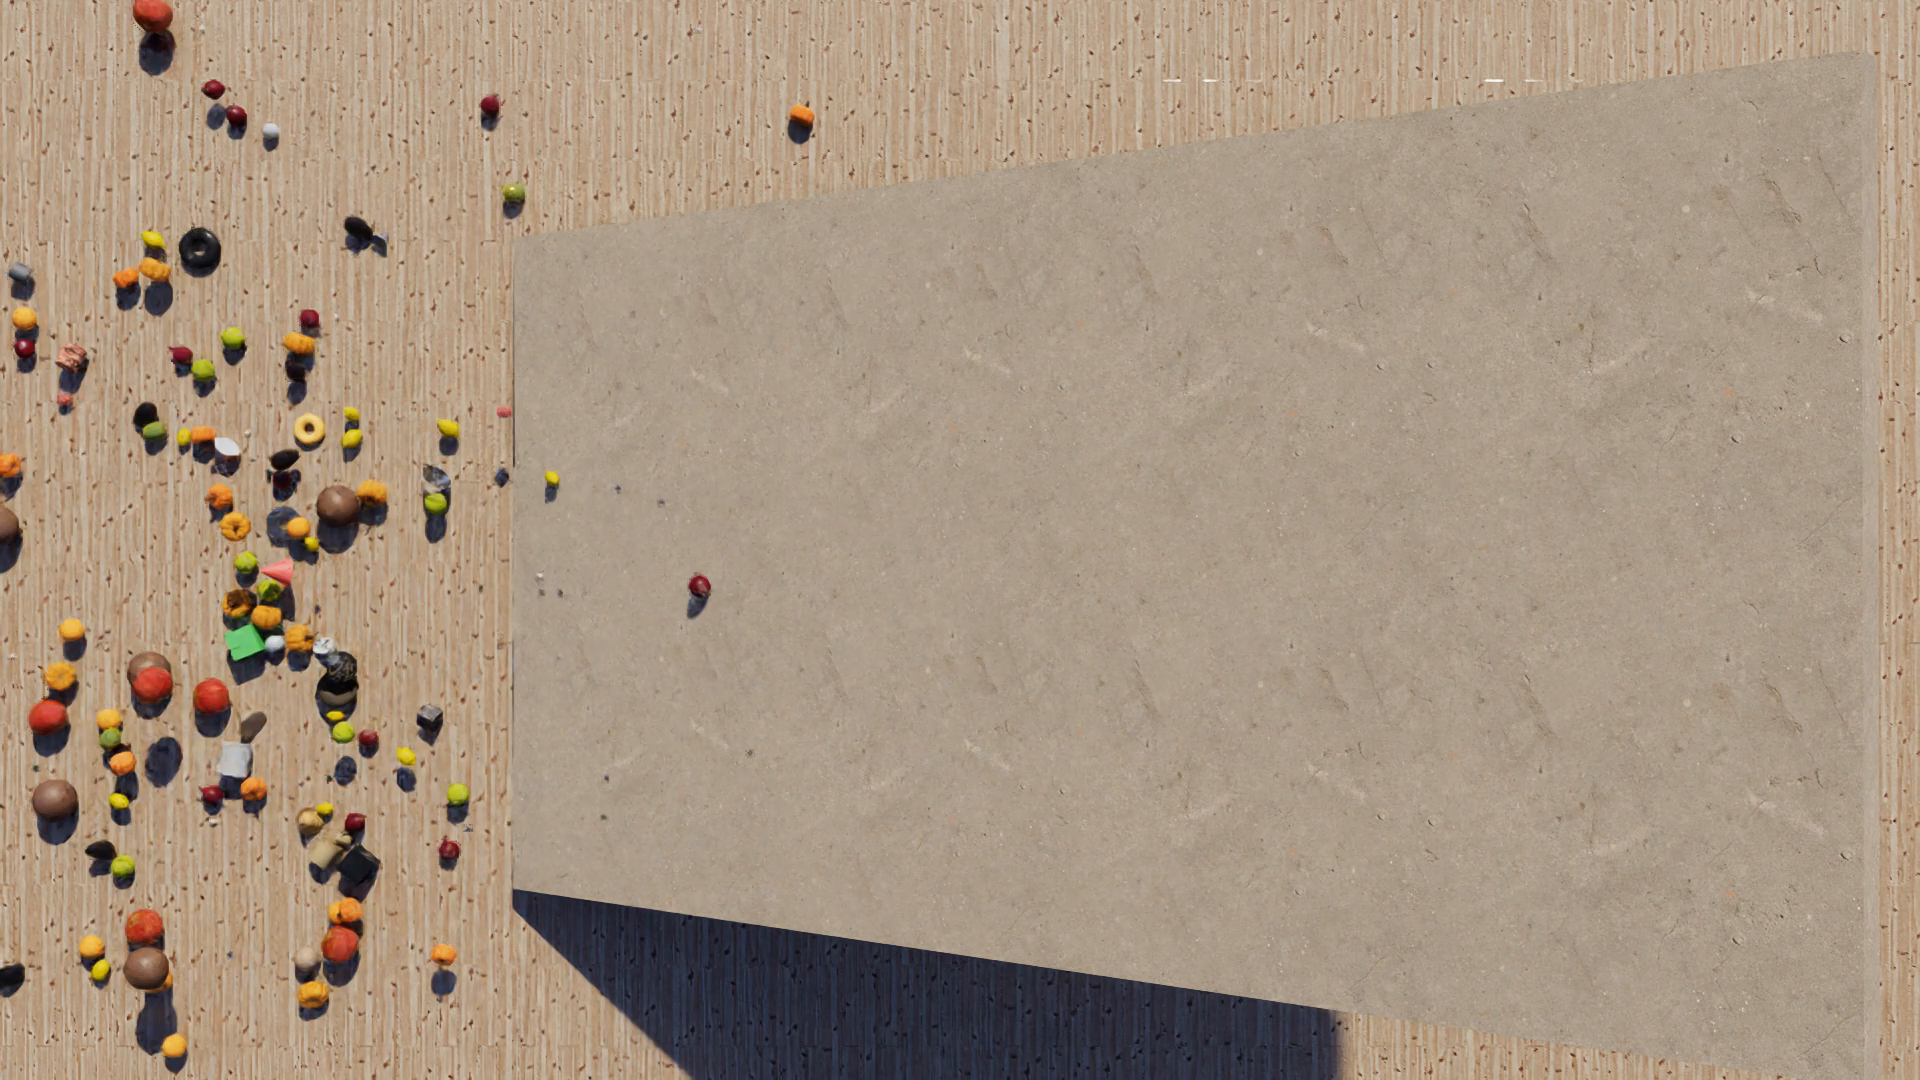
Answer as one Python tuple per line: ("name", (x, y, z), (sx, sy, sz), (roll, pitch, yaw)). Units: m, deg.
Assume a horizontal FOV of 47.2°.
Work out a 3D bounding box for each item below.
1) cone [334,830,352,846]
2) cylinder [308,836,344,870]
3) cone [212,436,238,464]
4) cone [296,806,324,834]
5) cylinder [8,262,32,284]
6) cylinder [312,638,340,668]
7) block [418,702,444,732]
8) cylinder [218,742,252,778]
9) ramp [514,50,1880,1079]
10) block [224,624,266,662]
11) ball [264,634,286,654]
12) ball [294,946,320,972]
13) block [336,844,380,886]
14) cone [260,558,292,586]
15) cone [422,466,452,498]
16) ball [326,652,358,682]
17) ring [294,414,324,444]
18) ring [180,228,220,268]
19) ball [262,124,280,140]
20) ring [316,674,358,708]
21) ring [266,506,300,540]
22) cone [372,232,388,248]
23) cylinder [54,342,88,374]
("cone", (-1.915, 0.922, 6.788), (0.052, 0.052, 0.052), (-4, 82, 27))
("cylinder", (-1.957, 0.964, 6.786), (0.074, 0.074, 0.074), (37, 90, 0))
("cone", (-2.289, -0.260, 6.812), (0.085, 0.085, 0.085), (34, 123, 0))
("cone", (-2.016, 0.869, 6.777), (0.090, 0.090, 0.090), (0, 89, 0))
("cylinder", (-2.903, -0.825, 6.789), (0.053, 0.053, 0.053), (30, 90, -15))
("cylinder", (-1.926, 0.340, 6.680), (0.065, 0.065, 0.065), (-4, 50, 5))
("block", (-1.633, 0.547, 6.780), (0.056, 0.056, 0.056), (26, 46, 11))
("cylinder", (-2.235, 0.676, 6.777), (0.091, 0.091, 0.091), (11, 91, 0))
("ramp", (0.215, 0.062, 5.531), (4.000, 0.100, 2.000), (0, 90, 39))
("block", (-2.200, 0.315, 6.784), (0.087, 0.087, 0.087), (-23, 90, 0))
("ball", (-2.117, 0.322, 6.797), (0.059, 0.059, 0.059), (0, 90, 0))
("ball", (-2.015, 1.291, 6.782), (0.078, 0.078, 0.078), (0, 90, 0))
("block", (-1.855, 1.002, 6.782), (0.082, 0.082, 0.082), (38, 90, 0))
("cone", (-2.092, 0.095, 6.702), (0.091, 0.091, 0.091), (3, 90, -31))
("cone", (-1.634, -0.160, 6.781), (0.097, 0.097, 0.097), (38, 118, 0))
("ball", (-1.896, 0.388, 6.742), (0.093, 0.093, 0.093), (0, 90, 0))
("ring", (-2.017, -0.342, 6.816), (0.096, 0.032, 0.096), (0, 91, 0))
("ring", (-2.356, -0.904, 6.814), (0.127, 0.042, 0.127), (0, 90, -1))
("ball", (-2.136, -1.266, 6.812), (0.051, 0.051, 0.051), (0, 90, 0))
("ring", (-1.923, 0.461, 6.789), (0.121, 0.040, 0.121), (4, 61, -8))
("ring", (-2.095, -0.051, 6.812), (0.108, 0.036, 0.108), (0, 90, 1))
("cone", (-1.787, -0.942, 6.820), (0.055, 0.055, 0.055), (28, 57, 0))
("cylinder", (-2.744, -0.563, 6.786), (0.070, 0.070, 0.070), (23, 72, 0))
